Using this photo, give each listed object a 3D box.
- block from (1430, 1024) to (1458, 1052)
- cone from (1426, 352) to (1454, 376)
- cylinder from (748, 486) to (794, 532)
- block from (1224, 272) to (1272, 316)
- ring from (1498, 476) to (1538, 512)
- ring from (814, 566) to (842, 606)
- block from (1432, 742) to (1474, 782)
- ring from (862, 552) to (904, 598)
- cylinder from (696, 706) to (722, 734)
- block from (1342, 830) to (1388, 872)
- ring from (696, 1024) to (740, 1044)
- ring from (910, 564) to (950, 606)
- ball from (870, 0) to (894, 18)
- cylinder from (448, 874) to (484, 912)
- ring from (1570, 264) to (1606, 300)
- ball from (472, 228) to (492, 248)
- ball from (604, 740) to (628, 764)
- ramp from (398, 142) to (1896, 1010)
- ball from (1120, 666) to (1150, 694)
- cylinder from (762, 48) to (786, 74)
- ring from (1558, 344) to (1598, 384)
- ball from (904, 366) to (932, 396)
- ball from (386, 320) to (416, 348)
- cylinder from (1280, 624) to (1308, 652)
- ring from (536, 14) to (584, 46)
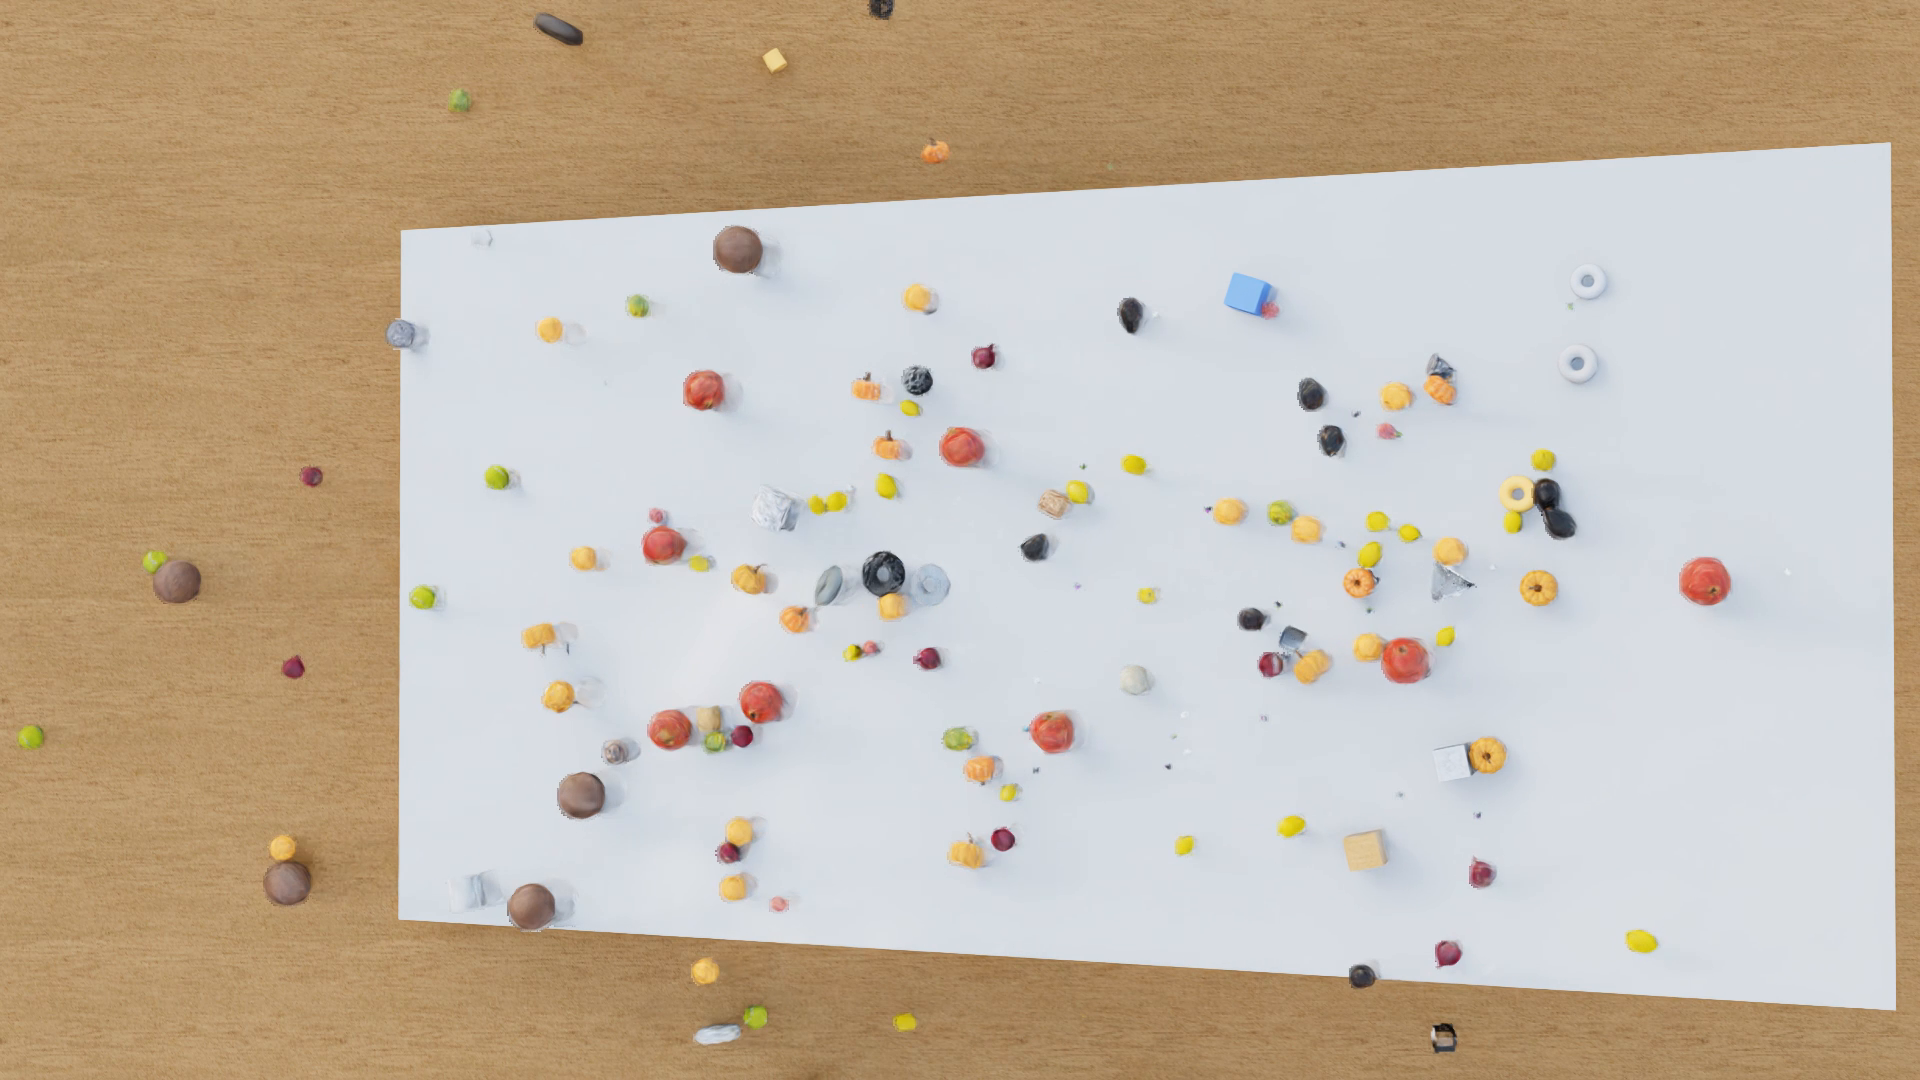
[{"bbox_3d":[1.412,1.455,6.420,0.056,0.056,0.056,-1,117,-5],"label":"block"},{"bbox_3d":[1.187,-0.424,5.397,0.061,0.061,0.061,15,89,-8],"label":"cone"},{"bbox_3d":[-0.512,-0.085,5.948,0.094,0.094,0.094,26,87,0],"label":"cylinder"},{"bbox_3d":[0.723,-0.618,5.531,0.084,0.084,0.084,20,96,18],"label":"block"},{"bbox_3d":[1.353,-0.111,5.333,0.092,0.031,0.092,0,89,19],"label":"ring"},{"bbox_3d":[-0.352,0.124,5.887,0.038,0.115,0.115,25,89,-23],"label":"ring"},{"bbox_3d":[1.200,0.541,5.353,0.077,0.077,0.077,-13,85,19],"label":"block"},{"bbox_3d":[-0.205,0.091,5.868,0.123,0.041,0.123,0,90,21],"label":"ring"},{"bbox_3d":[-0.687,0.490,6.015,0.064,0.064,0.064,-11,94,0],"label":"cylinder"},{"bbox_3d":[0.998,0.765,5.417,0.082,0.082,0.082,-14,85,19],"label":"block"},{"bbox_3d":[-0.704,1.438,6.397,0.131,0.131,0.044,-9,83,0],"label":"ring"},{"bbox_3d":[-0.080,0.119,5.826,0.111,0.037,0.111,0,89,18],"label":"ring"},{"bbox_3d":[-0.230,-1.571,6.467,0.070,0.070,0.070,0,89,0],"label":"ball"},{"bbox_3d":[-1.402,1.002,6.243,0.090,0.090,0.090,-9,84,0],"label":"cylinder"},{"bbox_3d":[1.510,-0.622,5.286,0.086,0.029,0.086,0,90,20],"label":"ring"},{"bbox_3d":[-1.363,-0.863,6.276,0.056,0.056,0.056,0,89,0],"label":"ball"},{"bbox_3d":[-0.955,0.589,6.106,0.071,0.071,0.071,0,89,0],"label":"ball"},{"bbox_3d":[0.279,0.091,5.774,4.000,0.100,2.000,0,89,19],"label":"ramp"},{"bbox_3d":[0.446,0.358,5.619,0.076,0.076,0.076,0,89,0],"label":"ball"},{"bbox_3d":[-0.545,-1.410,6.473,0.052,0.052,0.052,-35,94,0],"label":"cylinder"},{"bbox_3d":[1.487,-0.424,5.291,0.094,0.031,0.094,0,91,19],"label":"ring"},{"bbox_3d":[-0.112,-0.421,5.823,0.077,0.077,0.077,0,89,0],"label":"ball"},{"bbox_3d":[-1.612,-0.594,6.346,0.081,0.081,0.081,0,89,0],"label":"ball"},{"bbox_3d":[0.834,0.246,5.497,0.054,0.054,0.054,26,89,18],"label":"cylinder"},{"bbox_3d":[-1.170,-1.491,6.425,0.148,0.148,0.049,25,92,0],"label":"ring"}]
